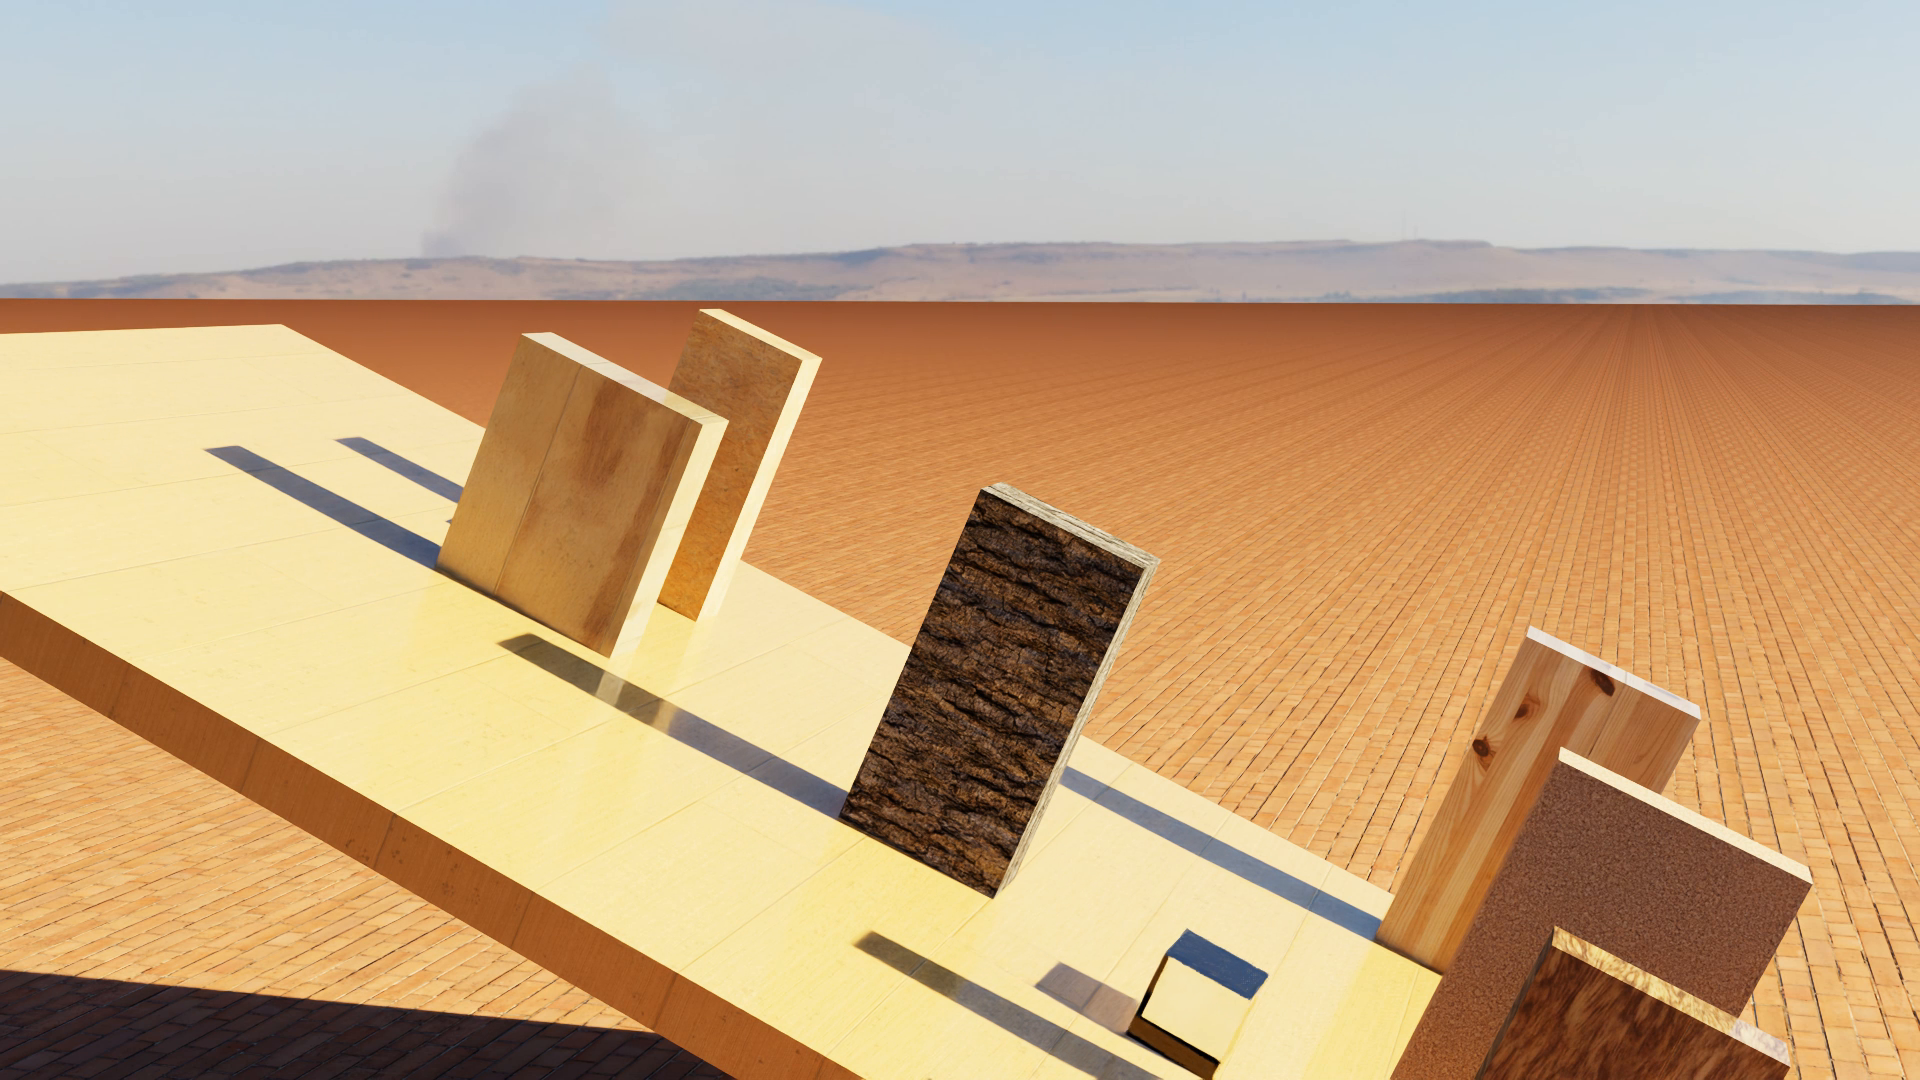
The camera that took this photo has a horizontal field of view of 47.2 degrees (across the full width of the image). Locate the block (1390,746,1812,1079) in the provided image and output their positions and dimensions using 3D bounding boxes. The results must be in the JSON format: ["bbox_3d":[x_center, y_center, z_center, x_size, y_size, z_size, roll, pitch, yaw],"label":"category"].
[{"bbox_3d":[0.906,0.741,3.292,0.387,0.766,0.093,26,13,13],"label":"block"}]

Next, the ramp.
[{"bbox_3d":[-0.280,0.484,4.179,4.000,0.100,2.000,26,13,13],"label":"ramp"}]

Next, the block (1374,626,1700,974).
[{"bbox_3d":[1.177,0.581,4.505,0.368,0.710,0.143,26,13,13],"label":"block"}]

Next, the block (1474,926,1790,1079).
[{"bbox_3d":[0.807,0.869,2.943,0.325,0.618,0.091,26,13,13],"label":"block"}]

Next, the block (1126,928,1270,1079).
[{"bbox_3d":[0.395,0.770,3.648,0.156,0.156,0.156,27,14,15],"label":"block"}]

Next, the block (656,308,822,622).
[{"bbox_3d":[-0.538,-0.160,4.701,0.254,0.613,0.112,26,13,13],"label":"block"}]

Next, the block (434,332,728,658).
[{"bbox_3d":[-0.745,-0.090,4.316,0.414,0.503,0.123,26,13,13],"label":"block"}]

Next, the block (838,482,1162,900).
[{"bbox_3d":[0.068,0.268,3.946,0.320,0.663,0.139,26,13,13],"label":"block"}]
